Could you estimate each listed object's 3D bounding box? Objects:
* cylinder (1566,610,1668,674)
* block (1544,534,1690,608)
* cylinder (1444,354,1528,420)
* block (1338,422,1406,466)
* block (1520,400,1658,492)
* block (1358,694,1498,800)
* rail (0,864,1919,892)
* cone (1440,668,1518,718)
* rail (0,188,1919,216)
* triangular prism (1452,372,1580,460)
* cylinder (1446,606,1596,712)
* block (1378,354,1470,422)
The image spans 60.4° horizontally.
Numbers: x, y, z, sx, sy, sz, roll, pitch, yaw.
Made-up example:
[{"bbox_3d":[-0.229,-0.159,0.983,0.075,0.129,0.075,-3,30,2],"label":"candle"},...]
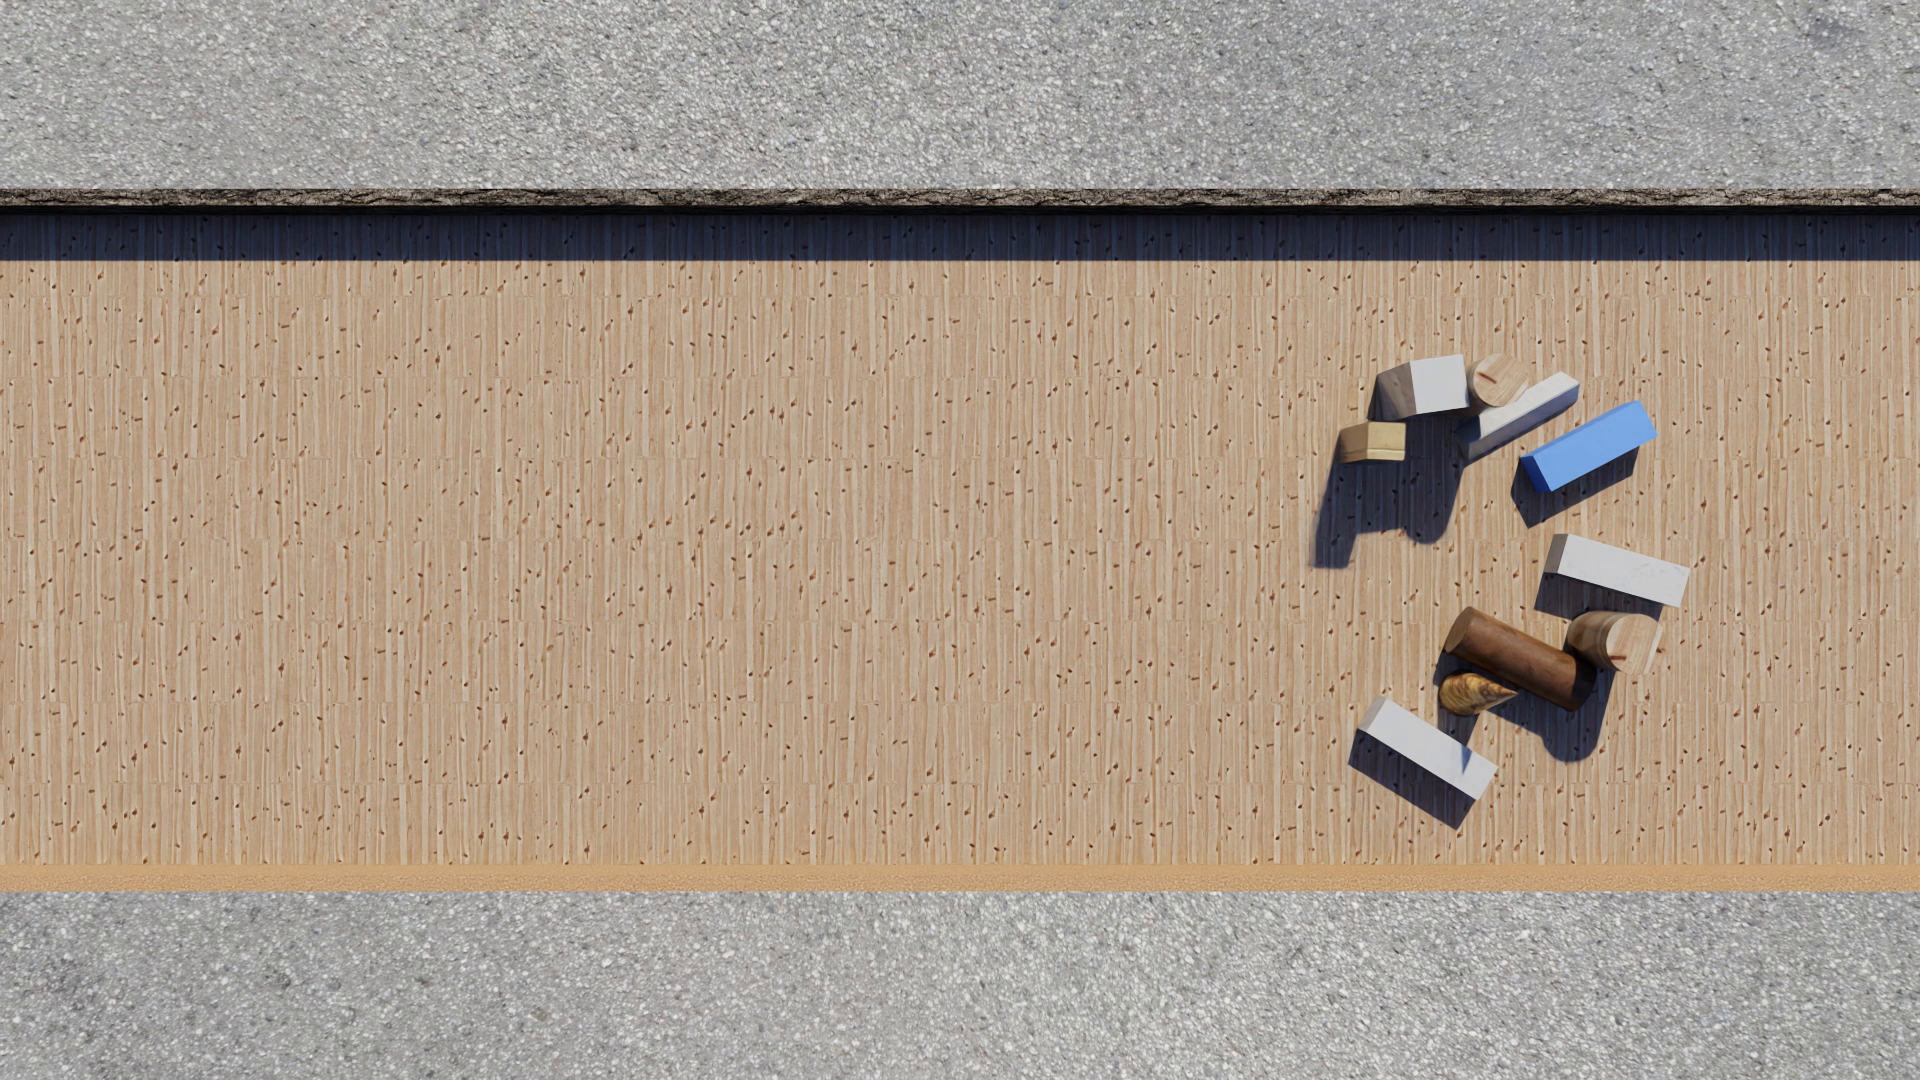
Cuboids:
[{"bbox_3d":[1.954,0.301,4.919,0.176,0.315,0.176,0,90,0],"label":"cylinder"},{"bbox_3d":[1.994,0.092,5.015,0.381,0.123,0.123,16,90,0],"label":"block"},{"bbox_3d":[1.532,-0.448,4.870,0.152,0.409,0.152,0,89,1],"label":"cylinder"},{"bbox_3d":[1.223,-0.285,4.907,0.106,0.337,0.106,3,90,-1],"label":"block"},{"bbox_3d":[1.910,-0.283,5.016,0.362,0.121,0.121,-27,90,0],"label":"block"},{"bbox_3d":[1.420,0.630,5.017,0.394,0.119,0.119,32,90,0],"label":"block"},{"bbox_3d":[-2.247,1.025,5.001,12.000,0.150,0.050,0,90,0],"label":"rail"},{"bbox_3d":[1.563,0.453,4.864,0.148,0.411,0.148,0,85,-5],"label":"cone"},{"bbox_3d":[-2.247,-1.025,5.002,12.000,0.150,0.050,0,90,0],"label":"rail"},{"bbox_3d":[1.705,-0.382,5.030,0.383,0.089,0.102,-29,90,0],"label":"triangular prism"},{"bbox_3d":[1.698,0.361,4.999,0.415,0.156,0.156,26,90,0],"label":"cylinder"},{"bbox_3d":[1.370,-0.446,4.894,0.152,0.366,0.152,-8,90,0],"label":"block"}]
